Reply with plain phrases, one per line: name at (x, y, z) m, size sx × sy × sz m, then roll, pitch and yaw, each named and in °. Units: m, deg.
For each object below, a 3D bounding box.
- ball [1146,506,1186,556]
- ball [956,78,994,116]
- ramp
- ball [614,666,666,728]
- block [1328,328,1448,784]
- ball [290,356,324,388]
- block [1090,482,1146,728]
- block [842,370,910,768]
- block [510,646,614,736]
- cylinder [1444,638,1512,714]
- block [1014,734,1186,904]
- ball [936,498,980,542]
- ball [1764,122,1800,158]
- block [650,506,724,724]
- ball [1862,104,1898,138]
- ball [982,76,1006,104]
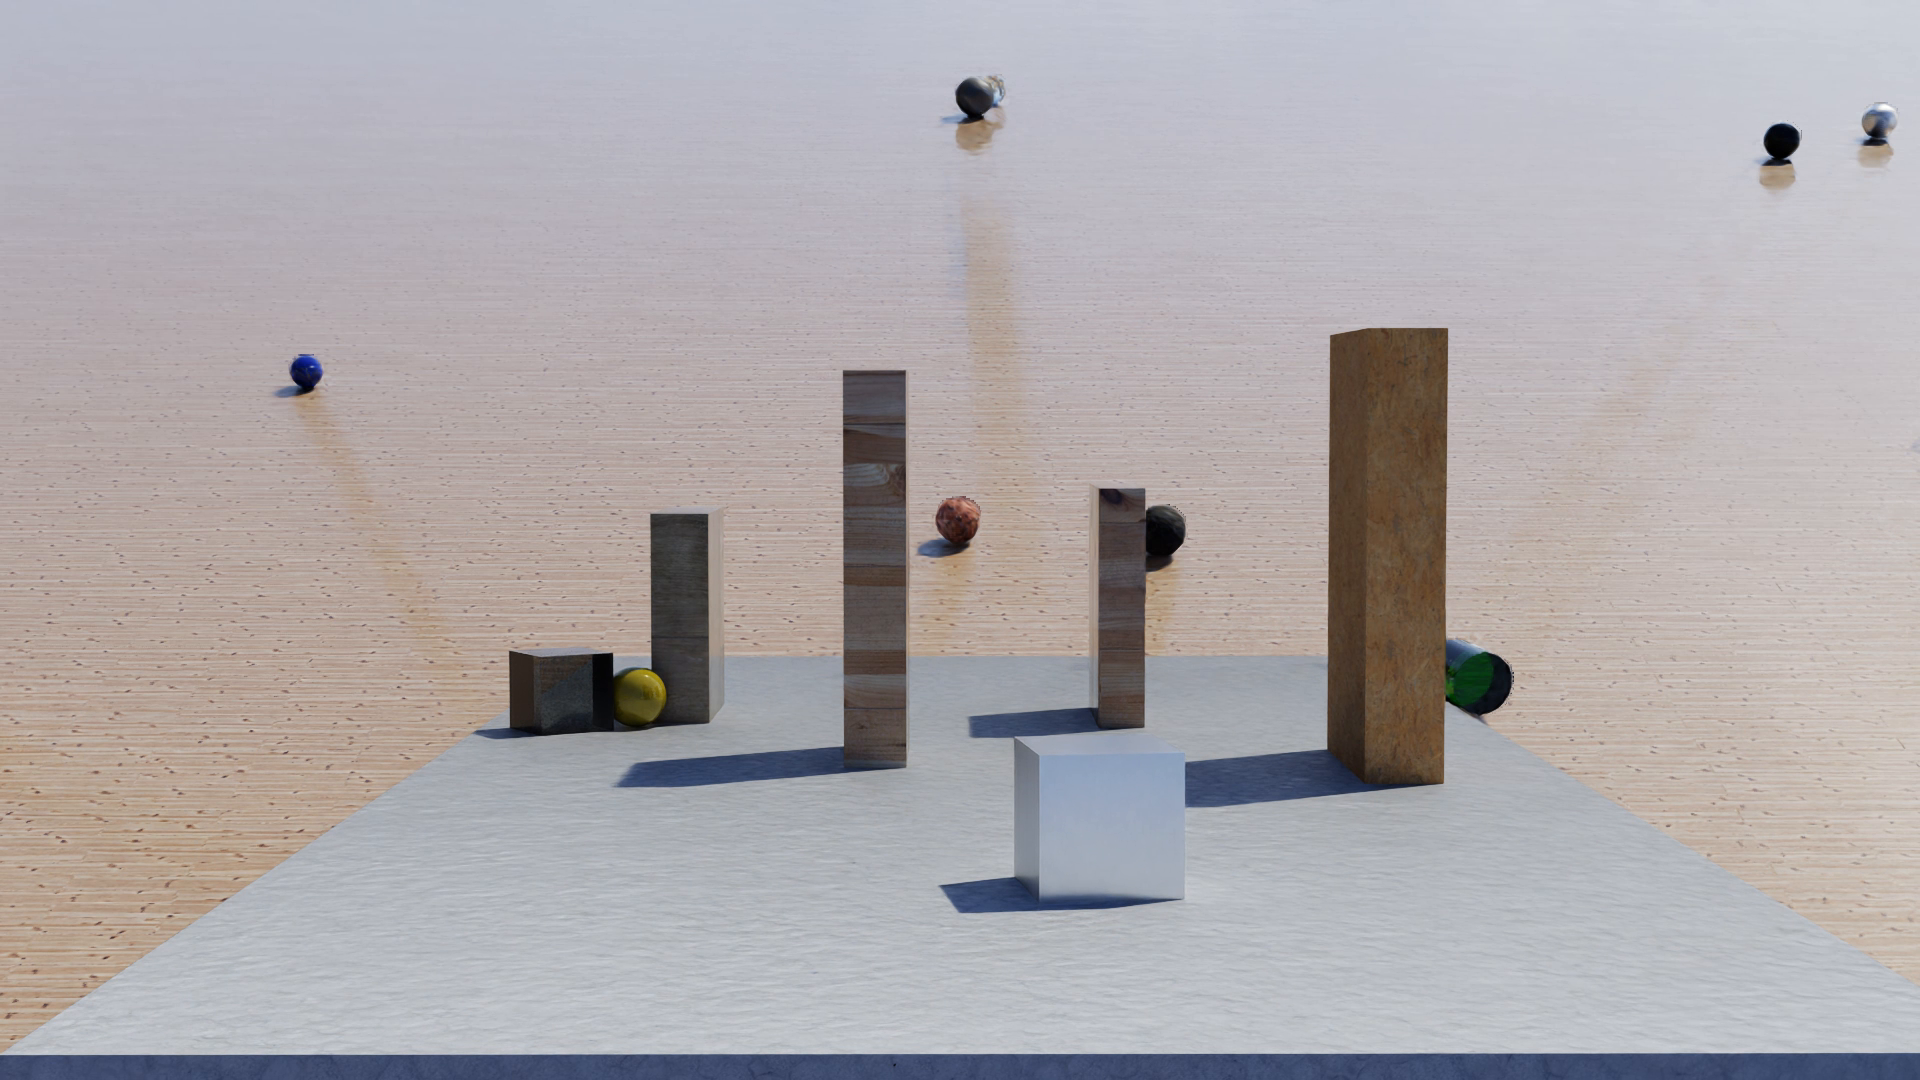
ball at (0.576, -0.026, 7.403) m, size 0.148 × 0.148 × 0.148 m, roll 0°, pitch 21°, yaw 0°
ball at (0.073, -2.235, 12.961) m, size 0.194 × 0.194 × 0.194 m, roll 0°, pitch 21°, yaw 0°
ramp at (0.050, 0.451, 4.532) m, size 2.000 × 0.100 × 4.000 m, roll 0°, pitch 3°, yaw 0°
ball at (-0.644, 0.310, 5.099) m, size 0.122 × 0.122 × 0.122 m, roll 0°, pitch 21°, yaw 0°
block at (0.748, 0.017, 4.530) m, size 0.134 × 0.766 × 0.438 m, roll 0°, pitch 3°, yaw 0°
ball at (-2.253, -0.580, 8.864) m, size 0.111 × 0.111 × 0.111 m, roll 0°, pitch 21°, yaw 0°
block at (0.319, 0.126, 5.246) m, size 0.092 × 0.474 × 0.343 m, roll 0°, pitch 3°, yaw 0°
block at (-0.150, 0.045, 4.656) m, size 0.110 × 0.699 × 0.296 m, roll 0°, pitch 3°, yaw 0°
block at (-0.785, 0.296, 5.063) m, size 0.153 × 0.153 × 0.153 m, roll -2°, pitch 4°, yaw -33°
cylinder at (1.269, 0.341, 6.418) m, size 0.158 × 0.158 × 0.158 m, roll -6°, pitch 12°, yaw -15°
block at (0.182, 0.365, 3.397) m, size 0.191 × 0.191 × 0.191 m, roll 0°, pitch 3°, yaw -8°
ball at (-0.005, -0.057, 7.507) m, size 0.130 × 0.130 × 0.130 m, roll 0°, pitch 21°, yaw 0°
ball at (3.867, -1.881, 12.097) m, size 0.168 × 0.168 × 0.168 m, roll 0°, pitch 21°, yaw 0°
block at (-0.561, 0.149, 5.319) m, size 0.116 × 0.421 × 0.344 m, roll 0°, pitch 3°, yaw 0°
ball at (4.468, -2.035, 12.489) m, size 0.167 × 0.167 × 0.167 m, roll 0°, pitch 21°, yaw 0°
ball at (0.166, -2.320, 13.242) m, size 0.147 × 0.147 × 0.147 m, roll 0°, pitch 21°, yaw 0°
